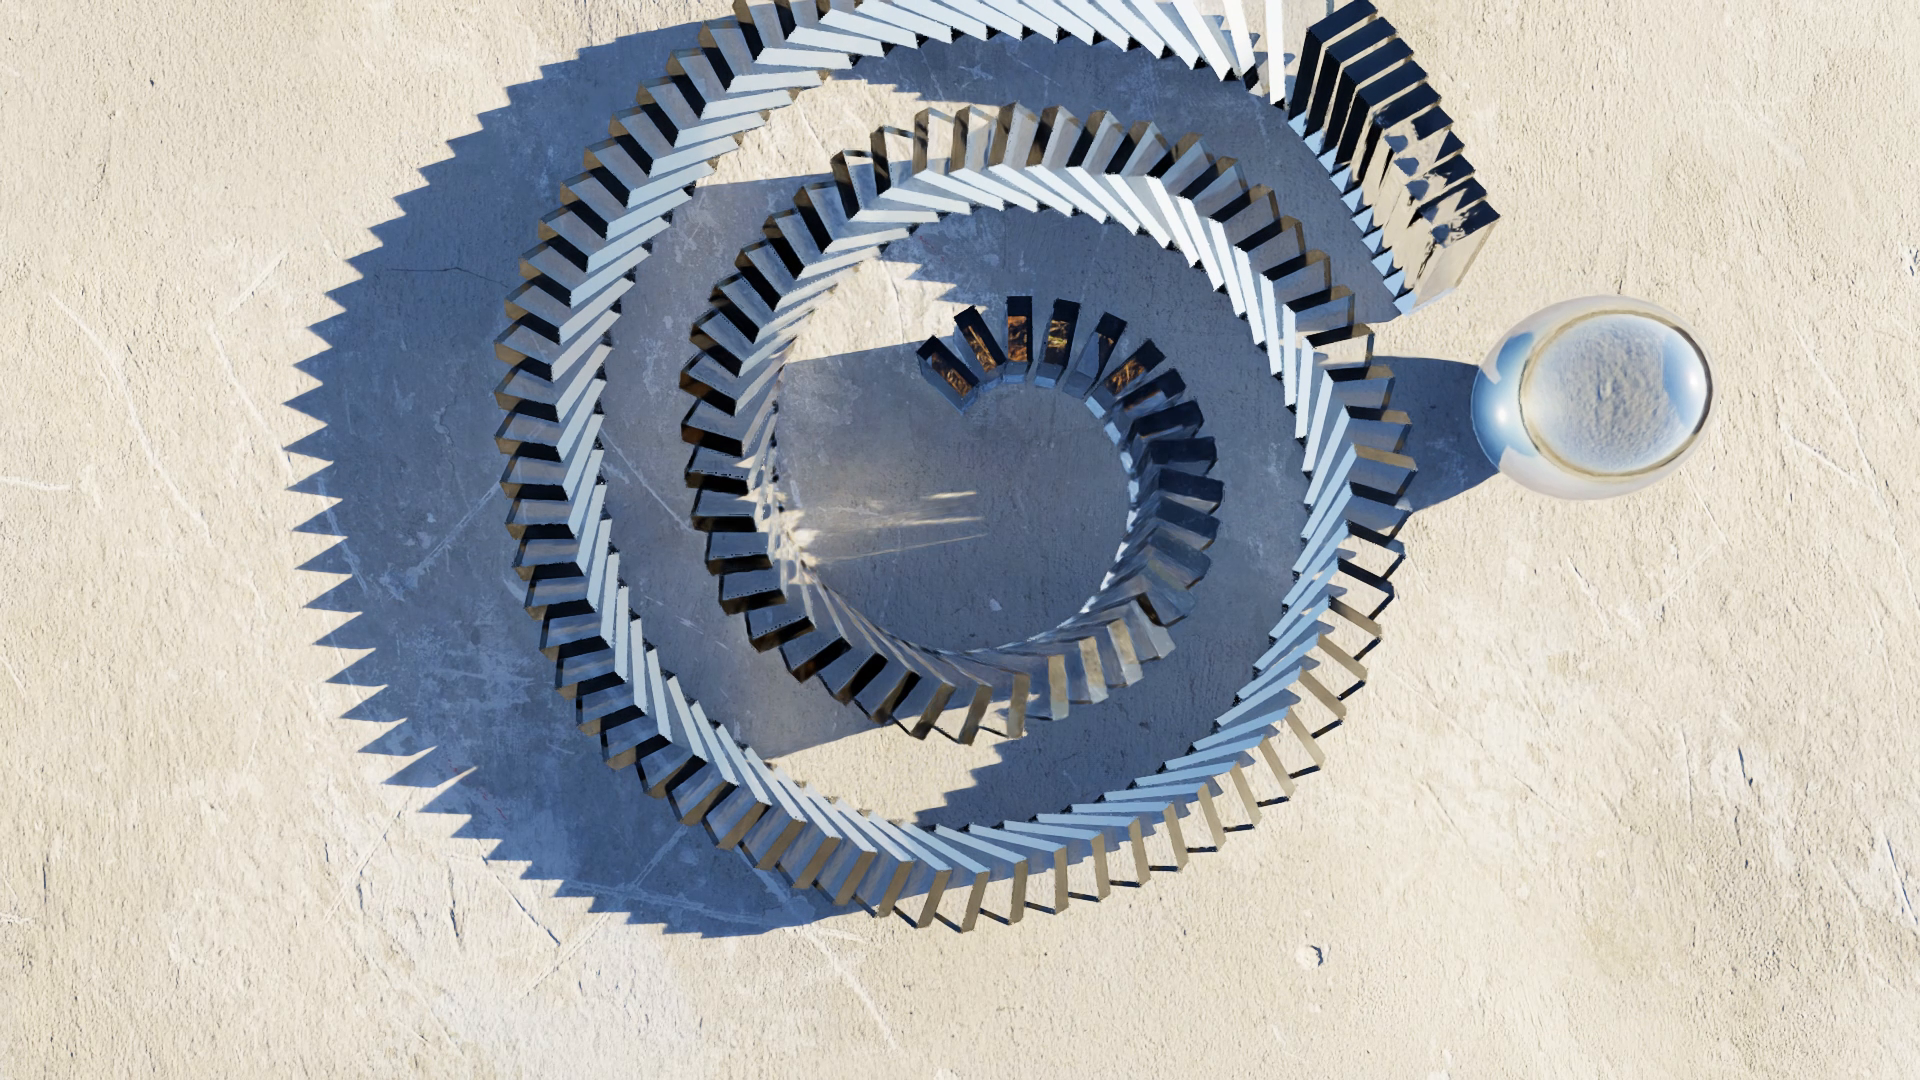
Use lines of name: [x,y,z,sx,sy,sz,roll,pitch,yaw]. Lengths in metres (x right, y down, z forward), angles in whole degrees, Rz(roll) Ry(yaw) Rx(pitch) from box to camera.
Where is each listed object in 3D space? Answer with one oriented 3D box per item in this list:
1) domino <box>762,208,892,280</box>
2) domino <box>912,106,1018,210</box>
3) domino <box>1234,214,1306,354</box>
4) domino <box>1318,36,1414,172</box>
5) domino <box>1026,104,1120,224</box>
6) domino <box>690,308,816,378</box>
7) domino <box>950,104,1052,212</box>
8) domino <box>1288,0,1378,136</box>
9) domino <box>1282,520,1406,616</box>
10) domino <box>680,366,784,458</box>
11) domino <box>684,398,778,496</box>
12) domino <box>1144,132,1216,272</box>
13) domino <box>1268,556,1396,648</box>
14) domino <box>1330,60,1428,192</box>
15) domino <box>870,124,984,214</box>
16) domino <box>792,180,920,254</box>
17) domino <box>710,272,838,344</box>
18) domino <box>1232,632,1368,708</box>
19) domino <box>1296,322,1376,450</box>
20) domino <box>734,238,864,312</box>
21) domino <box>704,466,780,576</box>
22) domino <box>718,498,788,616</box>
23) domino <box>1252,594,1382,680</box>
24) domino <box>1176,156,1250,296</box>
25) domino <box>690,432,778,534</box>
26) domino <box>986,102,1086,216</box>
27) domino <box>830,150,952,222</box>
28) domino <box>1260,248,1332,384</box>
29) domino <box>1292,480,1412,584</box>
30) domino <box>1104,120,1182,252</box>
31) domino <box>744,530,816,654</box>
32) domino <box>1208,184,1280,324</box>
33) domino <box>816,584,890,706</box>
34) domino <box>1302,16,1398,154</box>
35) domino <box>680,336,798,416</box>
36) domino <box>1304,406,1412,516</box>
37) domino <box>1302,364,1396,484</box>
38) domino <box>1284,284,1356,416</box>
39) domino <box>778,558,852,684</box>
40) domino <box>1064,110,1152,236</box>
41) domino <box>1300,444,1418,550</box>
domino: [-0.054,-0.126,0.380,0.050,0.010,0.025,-33,90,-41]
domino: [0.003,-0.157,0.380,0.050,0.009,0.025,3,89,-41]
domino: [0.132,-0.105,0.380,0.025,0.010,0.050,-30,130,0]
domino: [0.165,-0.176,0.375,0.025,0.050,0.010,-29,70,0]
domino: [0.051,-0.155,0.380,0.050,0.009,0.025,18,90,-40]
domino: [-0.085,-0.090,0.380,0.025,0.010,0.050,38,49,1]
domino: [0.019,-0.157,0.380,0.050,0.010,0.025,6,89,-41]
domino: [0.151,-0.192,0.375,0.025,0.050,0.010,-31,70,0]
domino: [0.158,0.017,0.380,0.025,0.010,0.050,22,130,0]
domino: [-0.093,-0.057,0.380,0.025,0.009,0.050,16,48,0]
domino: [-0.094,-0.041,0.380,0.025,0.010,0.050,8,49,0]
domino: [0.098,-0.139,0.380,0.025,0.010,0.050,-46,131,-1]
domino: [0.153,0.032,0.380,0.025,0.009,0.050,26,130,0]
domino: [0.170,-0.168,0.375,0.025,0.050,0.009,-29,70,0]
domino: [-0.013,-0.153,0.380,0.050,0.010,0.025,-7,89,-41]
domino: [-0.042,-0.136,0.380,0.050,0.010,0.025,-28,90,-41]
domino: [-0.076,-0.103,0.380,0.025,0.009,0.050,44,49,0]
domino: [0.140,0.062,0.380,0.025,0.010,0.050,38,129,0]
domino: [0.155,-0.063,0.380,0.025,0.010,0.050,-13,130,0]
domino: [-0.066,-0.115,0.380,0.025,0.010,0.050,50,49,0]
domino: [-0.090,-0.009,0.380,0.025,0.010,0.050,-6,49,1]
domino: [-0.085,0.006,0.380,0.025,0.009,0.050,-12,48,1]
domino: [0.147,0.047,0.381,0.025,0.010,0.050,31,129,0]
domino: [0.111,-0.129,0.380,0.025,0.009,0.050,-41,130,-1]
domino: [-0.093,-0.025,0.380,0.025,0.010,0.050,2,49,0]
domino: [0.035,-0.157,0.380,0.050,0.009,0.025,13,90,-40]
domino: [-0.028,-0.146,0.380,0.050,0.010,0.025,-17,90,-42]
domino: [0.141,-0.092,0.380,0.025,0.009,0.050,-24,130,0]
domino: [0.162,0.001,0.380,0.025,0.009,0.050,17,130,0]
domino: [0.082,-0.146,0.380,0.050,0.009,0.025,32,90,-41]
domino: [-0.077,0.021,0.380,0.025,0.010,0.050,-23,48,1]
domino: [0.122,-0.118,0.380,0.025,0.009,0.050,-34,130,0]
domino: [-0.052,0.042,0.379,0.025,0.010,0.050,-46,47,0]
domino: [0.158,-0.184,0.375,0.025,0.050,0.009,-30,70,0]
domino: [-0.091,-0.074,0.380,0.025,0.010,0.050,28,48,0]
domino: [0.164,-0.031,0.380,0.025,0.010,0.050,6,130,0]
domino: [0.160,-0.047,0.380,0.025,0.010,0.050,-5,131,0]
domino: [0.149,-0.078,0.380,0.025,0.010,0.050,-18,130,0]
domino: [-0.065,0.033,0.380,0.025,0.010,0.050,-35,47,0]
domino: [0.067,-0.151,0.380,0.050,0.009,0.025,25,90,-41]
domino: [0.164,-0.014,0.380,0.025,0.009,0.050,13,130,-1]
